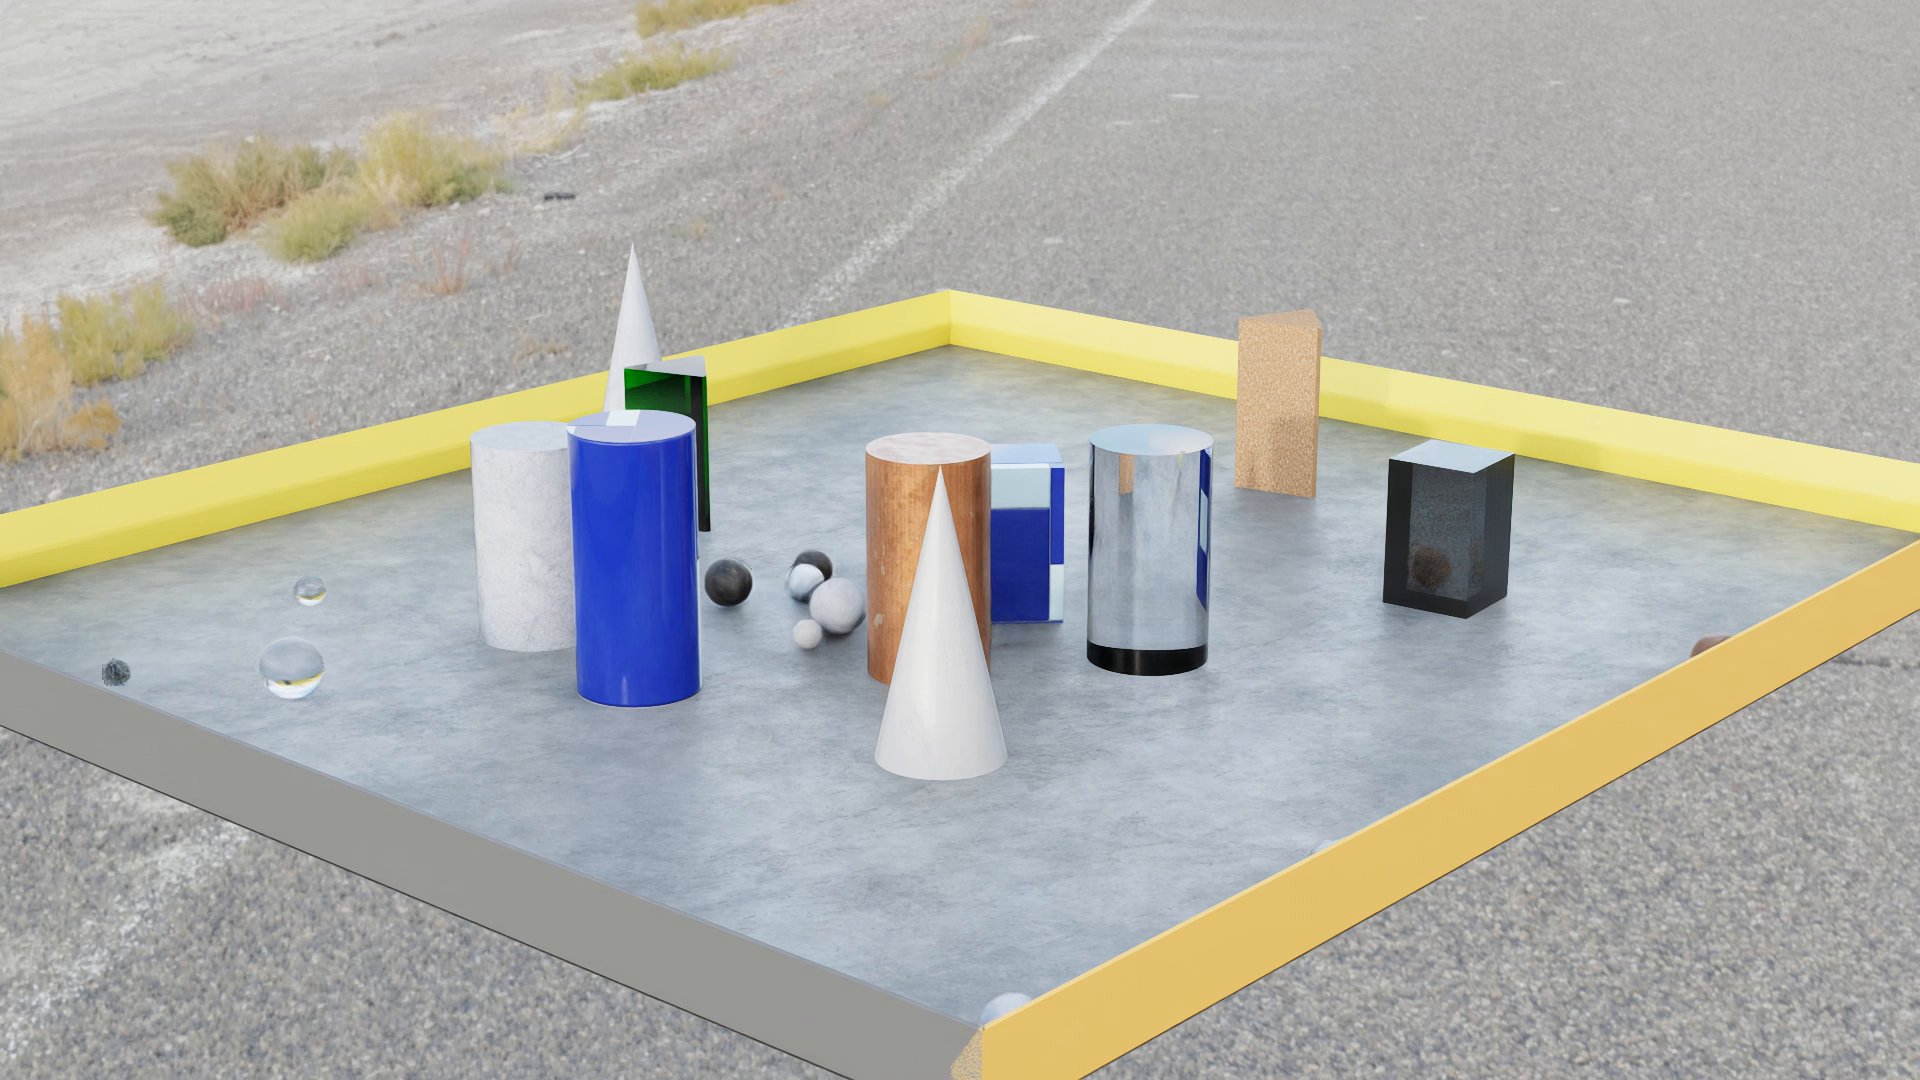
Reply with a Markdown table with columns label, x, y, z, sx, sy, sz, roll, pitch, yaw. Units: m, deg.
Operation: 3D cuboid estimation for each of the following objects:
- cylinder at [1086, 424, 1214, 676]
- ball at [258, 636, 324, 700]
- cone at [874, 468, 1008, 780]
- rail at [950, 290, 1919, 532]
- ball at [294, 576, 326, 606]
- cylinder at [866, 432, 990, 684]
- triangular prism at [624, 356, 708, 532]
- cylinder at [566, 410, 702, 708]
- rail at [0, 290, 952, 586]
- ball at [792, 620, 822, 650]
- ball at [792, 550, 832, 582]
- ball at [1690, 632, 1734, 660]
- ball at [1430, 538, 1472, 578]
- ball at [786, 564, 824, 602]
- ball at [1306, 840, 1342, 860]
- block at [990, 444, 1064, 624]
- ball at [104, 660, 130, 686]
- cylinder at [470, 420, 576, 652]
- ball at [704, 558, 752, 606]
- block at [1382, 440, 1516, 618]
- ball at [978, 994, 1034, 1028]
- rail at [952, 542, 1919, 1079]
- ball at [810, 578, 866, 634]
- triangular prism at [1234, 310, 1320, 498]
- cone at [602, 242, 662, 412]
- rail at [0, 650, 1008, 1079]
| label | x | y | z | sx | sy | sz | roll | pitch | yaw |
| --- | --- | --- | --- | --- | --- | --- | --- | --- | --- |
| cylinder | 0.308 | 0.014 | 4.769 | 0.200 | 0.368 | 0.200 | 0 | 17 | 0 |
| ball | -1.052 | 0.202 | 4.613 | 0.100 | 0.100 | 0.100 | 0 | 17 | 0 |
| cone | -0.028 | 0.107 | 4.319 | 0.200 | 0.451 | 0.200 | 0 | 17 | 0 |
| rail | 0.946 | -0.282 | 6.163 | 2.613 | 0.130 | 0.045 | 14 | 22 | 39 |
| ball | -1.125 | 0.088 | 5.074 | 0.052 | 0.052 | 0.052 | 0 | 17 | 0 |
| cylinder | -0.051 | 0.032 | 4.707 | 0.200 | 0.372 | 0.200 | 0 | 17 | 0 |
| triangular prism | -0.522 | -0.189 | 5.563 | 0.173 | 0.300 | 0.150 | 7 | 18 | 22 |
| cylinder | -0.511 | 0.028 | 4.615 | 0.200 | 0.431 | 0.200 | 0 | 17 | 0 |
| rail | -0.969 | -0.210 | 5.925 | 0.045 | 0.130 | 2.935 | 14 | 22 | 39 |
| ball | -0.252 | 0.157 | 4.847 | 0.051 | 0.051 | 0.051 | 0 | 17 | 0 |
| ball | -0.259 | 0.052 | 5.162 | 0.071 | 0.071 | 0.071 | 0 | 17 | 0 |
| ball | 1.208 | 0.190 | 4.675 | 0.087 | 0.087 | 0.087 | 0 | 17 | 0 |
| ball | 0.874 | 0.032 | 5.222 | 0.074 | 0.074 | 0.074 | 0 | 17 | 0 |
| ball | -0.268 | 0.074 | 5.094 | 0.066 | 0.066 | 0.066 | 0 | 17 | 0 |
| ball | 0.495 | 0.435 | 3.878 | 0.077 | 0.077 | 0.077 | 0 | 17 | 0 |
| block | 0.091 | -0.012 | 5.020 | 0.160 | 0.274 | 0.160 | -1 | 17 | -4 |
| ball | -1.346 | 0.212 | 4.682 | 0.041 | 0.041 | 0.041 | 0 | 17 | 0 |
| cylinder | -0.709 | -0.008 | 4.890 | 0.200 | 0.342 | 0.200 | 0 | 17 | 0 |
| ball | -0.401 | 0.073 | 5.067 | 0.085 | 0.085 | 0.085 | 0 | 17 | 0 |
| block | 0.846 | -0.021 | 5.076 | 0.160 | 0.259 | 0.160 | 12 | 20 | 34 |
| ball | 0.063 | 0.571 | 3.411 | 0.086 | 0.086 | 0.086 | 0 | 17 | 0 |
| rail | 0.969 | 0.275 | 4.314 | 0.045 | 0.130 | 2.935 | 14 | 22 | 39 |
| ball | -0.204 | 0.111 | 4.922 | 0.096 | 0.096 | 0.096 | 0 | 17 | 0 |
| triangular prism | 0.656 | -0.276 | 5.785 | 0.173 | 0.338 | 0.150 | 10 | 19 | 29 |
| cone | -0.643 | -0.359 | 5.827 | 0.200 | 0.474 | 0.200 | 0 | 17 | 0 |
| rail | -0.946 | 0.347 | 4.076 | 2.613 | 0.130 | 0.045 | 14 | 22 | 39 |
